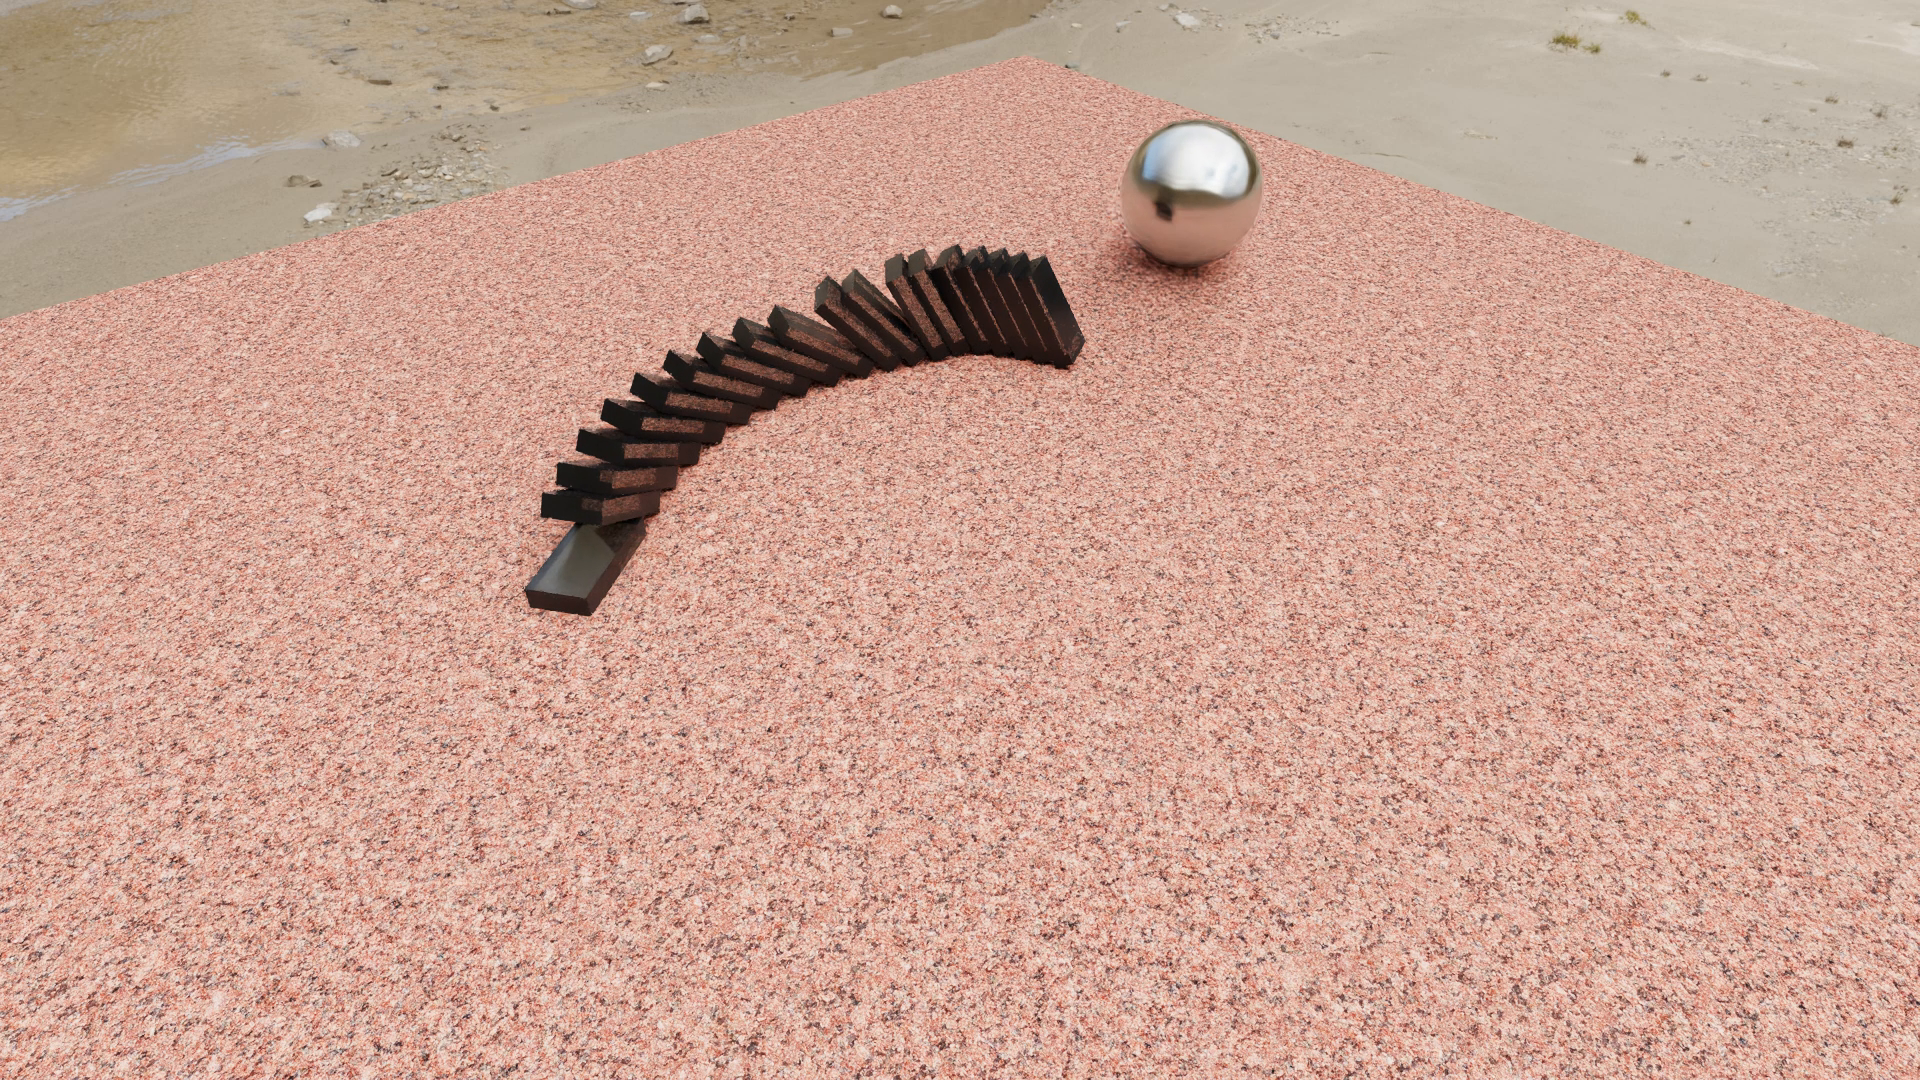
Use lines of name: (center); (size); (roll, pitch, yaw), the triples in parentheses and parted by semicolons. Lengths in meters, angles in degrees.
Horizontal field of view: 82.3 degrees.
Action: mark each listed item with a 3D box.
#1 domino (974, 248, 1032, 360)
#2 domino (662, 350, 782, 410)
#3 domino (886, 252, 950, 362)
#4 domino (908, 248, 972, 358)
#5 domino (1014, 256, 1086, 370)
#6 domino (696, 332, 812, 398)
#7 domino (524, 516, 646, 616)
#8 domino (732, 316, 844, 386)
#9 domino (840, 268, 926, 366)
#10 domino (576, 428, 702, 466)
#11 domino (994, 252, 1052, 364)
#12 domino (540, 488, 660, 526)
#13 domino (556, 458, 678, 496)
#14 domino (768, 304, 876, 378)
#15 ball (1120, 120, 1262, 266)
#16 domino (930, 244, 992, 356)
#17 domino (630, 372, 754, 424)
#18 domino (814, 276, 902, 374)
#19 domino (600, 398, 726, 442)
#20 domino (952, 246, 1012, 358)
domino: (0.026, -0.120, 0.559); (0.009, 0.050, 0.025); (-12, 31, 32)
domino: (-0.111, -0.075, 0.514); (0.025, 0.009, 0.050); (37, 18, 36)
domino: (-0.021, -0.117, 0.555); (0.009, 0.050, 0.025); (-24, 37, 15)
domino: (-0.010, -0.121, 0.560); (0.009, 0.050, 0.025); (-23, 36, 16)
domino: (0.046, -0.114, 0.552); (0.010, 0.050, 0.025); (-12, 31, 32)
domino: (-0.098, -0.083, 0.525); (0.050, 0.009, 0.025); (11, 24, -45)
domino: (-0.147, 0.008, 0.433); (0.025, 0.010, 0.050); (8, 40, 9)
domino: (-0.084, -0.091, 0.534); (0.050, 0.010, 0.025); (14, 26, -40)
domino: (-0.038, -0.112, 0.553); (0.009, 0.050, 0.025); (-39, 30, 23)
domino: (-0.137, -0.040, 0.473); (0.025, 0.010, 0.050); (18, 12, 21)
domino: (0.036, -0.117, 0.555); (0.009, 0.050, 0.025); (-12, 31, 32)
domino: (-0.143, -0.015, 0.442); (0.025, 0.010, 0.050); (8, 9, 9)
domino: (-0.141, -0.027, 0.457); (0.025, 0.010, 0.050); (10, 9, 14)
domino: (-0.068, -0.097, 0.541); (0.050, 0.009, 0.025); (18, 26, -37)
ball: (0.132, -0.198, 0.629); (0.080, 0.080, 0.080); (0, 39, 0)
domino: (0.004, -0.123, 0.563); (0.009, 0.050, 0.025); (-15, 32, 28)
domino: (-0.122, -0.064, 0.502); (0.025, 0.009, 0.050); (31, 16, 32)
domino: (-0.050, -0.107, 0.549); (0.010, 0.050, 0.025); (-39, 33, 23)
domino: (-0.131, -0.053, 0.489); (0.025, 0.009, 0.050); (25, 15, 28)
domino: (0.015, -0.122, 0.561); (0.010, 0.050, 0.025); (-12, 31, 32)
